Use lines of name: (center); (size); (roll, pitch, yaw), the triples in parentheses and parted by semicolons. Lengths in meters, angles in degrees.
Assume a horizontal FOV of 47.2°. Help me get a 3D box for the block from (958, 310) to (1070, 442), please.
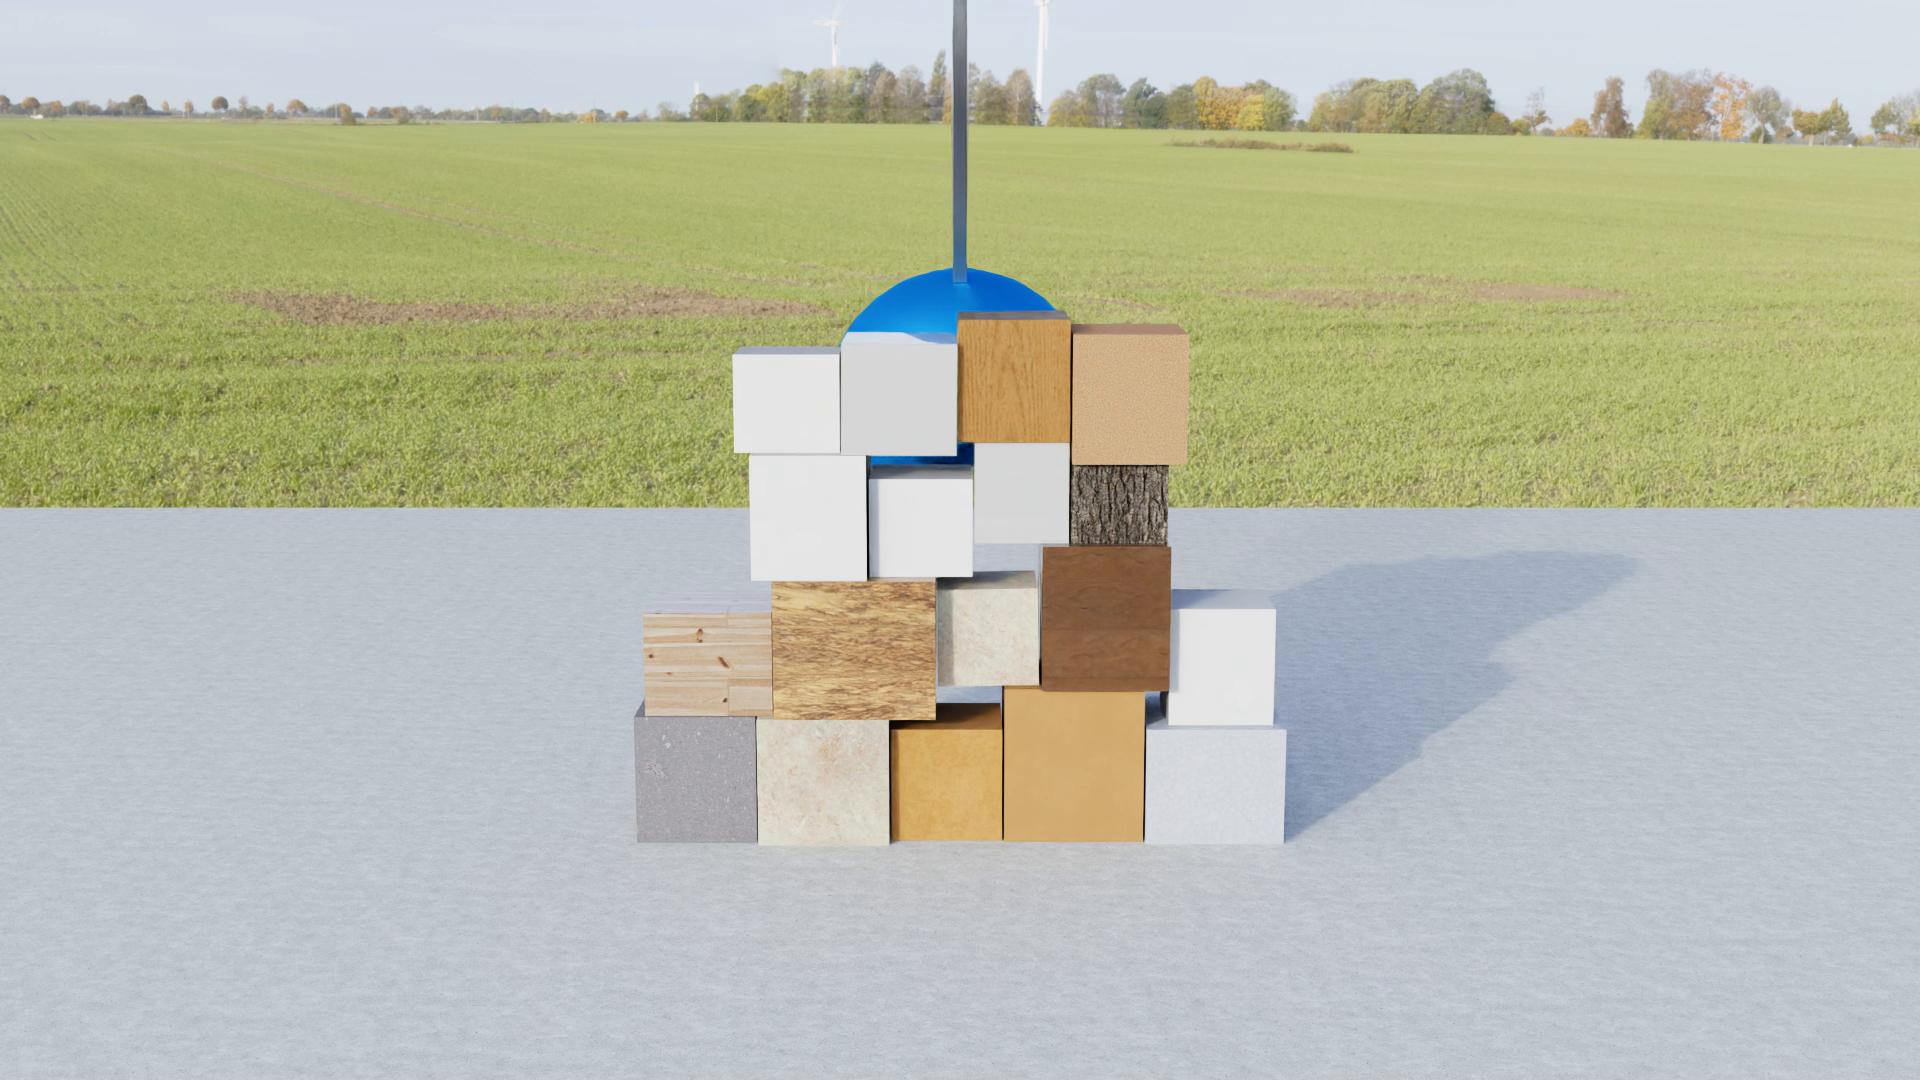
block: (0.264, -0.825, 11.038); (0.551, 0.605, 0.539); (0, 10, 0)

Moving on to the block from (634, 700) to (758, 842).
block: (-1.330, 1.151, 11.399); (0.608, 0.656, 0.663); (0, 10, 0)

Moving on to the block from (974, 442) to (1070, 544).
block: (0.306, -0.276, 11.123); (0.469, 0.507, 0.483); (0, 10, 0)

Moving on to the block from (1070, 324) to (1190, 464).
block: (0.834, -0.742, 11.063); (0.563, 0.639, 0.646); (0, 10, 0)

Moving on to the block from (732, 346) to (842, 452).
block: (-0.854, -0.709, 11.038); (0.522, 0.485, 0.438); (0, 10, 0)

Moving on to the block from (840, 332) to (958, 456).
block: (-0.298, -0.739, 11.034); (0.565, 0.550, 0.610); (1, 10, 0)

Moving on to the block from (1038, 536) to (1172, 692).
block: (0.725, 0.331, 11.251); (0.635, 0.733, 0.704); (0, 10, 0)

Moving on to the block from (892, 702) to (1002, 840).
block: (-0.067, 1.192, 11.382); (0.560, 0.581, 0.539); (0, 10, 0)

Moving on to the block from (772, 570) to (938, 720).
block: (-0.526, 0.485, 11.272); (0.808, 0.704, 0.743); (0, 10, 0)

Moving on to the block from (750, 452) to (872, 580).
block: (-0.747, -0.165, 11.141); (0.571, 0.622, 0.669); (0, 10, 0)

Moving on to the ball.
ball: (0.000, -0.818, 13.140); (1.600, 1.600, 1.600); (0, 10, 0)

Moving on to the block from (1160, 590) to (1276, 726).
block: (1.316, 0.595, 11.295); (0.527, 0.597, 0.507); (0, 10, 0)

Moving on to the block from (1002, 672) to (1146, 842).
block: (0.575, 1.082, 11.390); (0.703, 0.795, 0.638); (0, 10, 0)

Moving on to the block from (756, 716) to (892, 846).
block: (-0.687, 1.151, 11.406); (0.659, 0.654, 0.761); (0, 10, 0)

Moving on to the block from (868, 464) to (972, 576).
block: (-0.195, -0.102, 11.163); (0.513, 0.491, 0.497); (0, 10, 0)

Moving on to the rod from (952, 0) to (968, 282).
rod: (0.000, -3.746, 11.413); (0.080, 5.200, 0.080); (0, 31, 0)

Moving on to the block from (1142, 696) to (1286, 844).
block: (1.285, 1.183, 11.392); (0.698, 0.596, 0.674); (0, 10, 0)

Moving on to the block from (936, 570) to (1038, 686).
block: (0.138, 0.448, 11.279); (0.510, 0.495, 0.475); (-1, 10, 0)

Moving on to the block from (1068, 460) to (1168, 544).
block: (0.791, -0.226, 11.140); (0.481, 0.403, 0.500); (0, 10, 0)

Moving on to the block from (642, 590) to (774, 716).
block: (-1.260, 0.574, 11.265); (0.640, 0.528, 0.552); (0, 10, 0)
